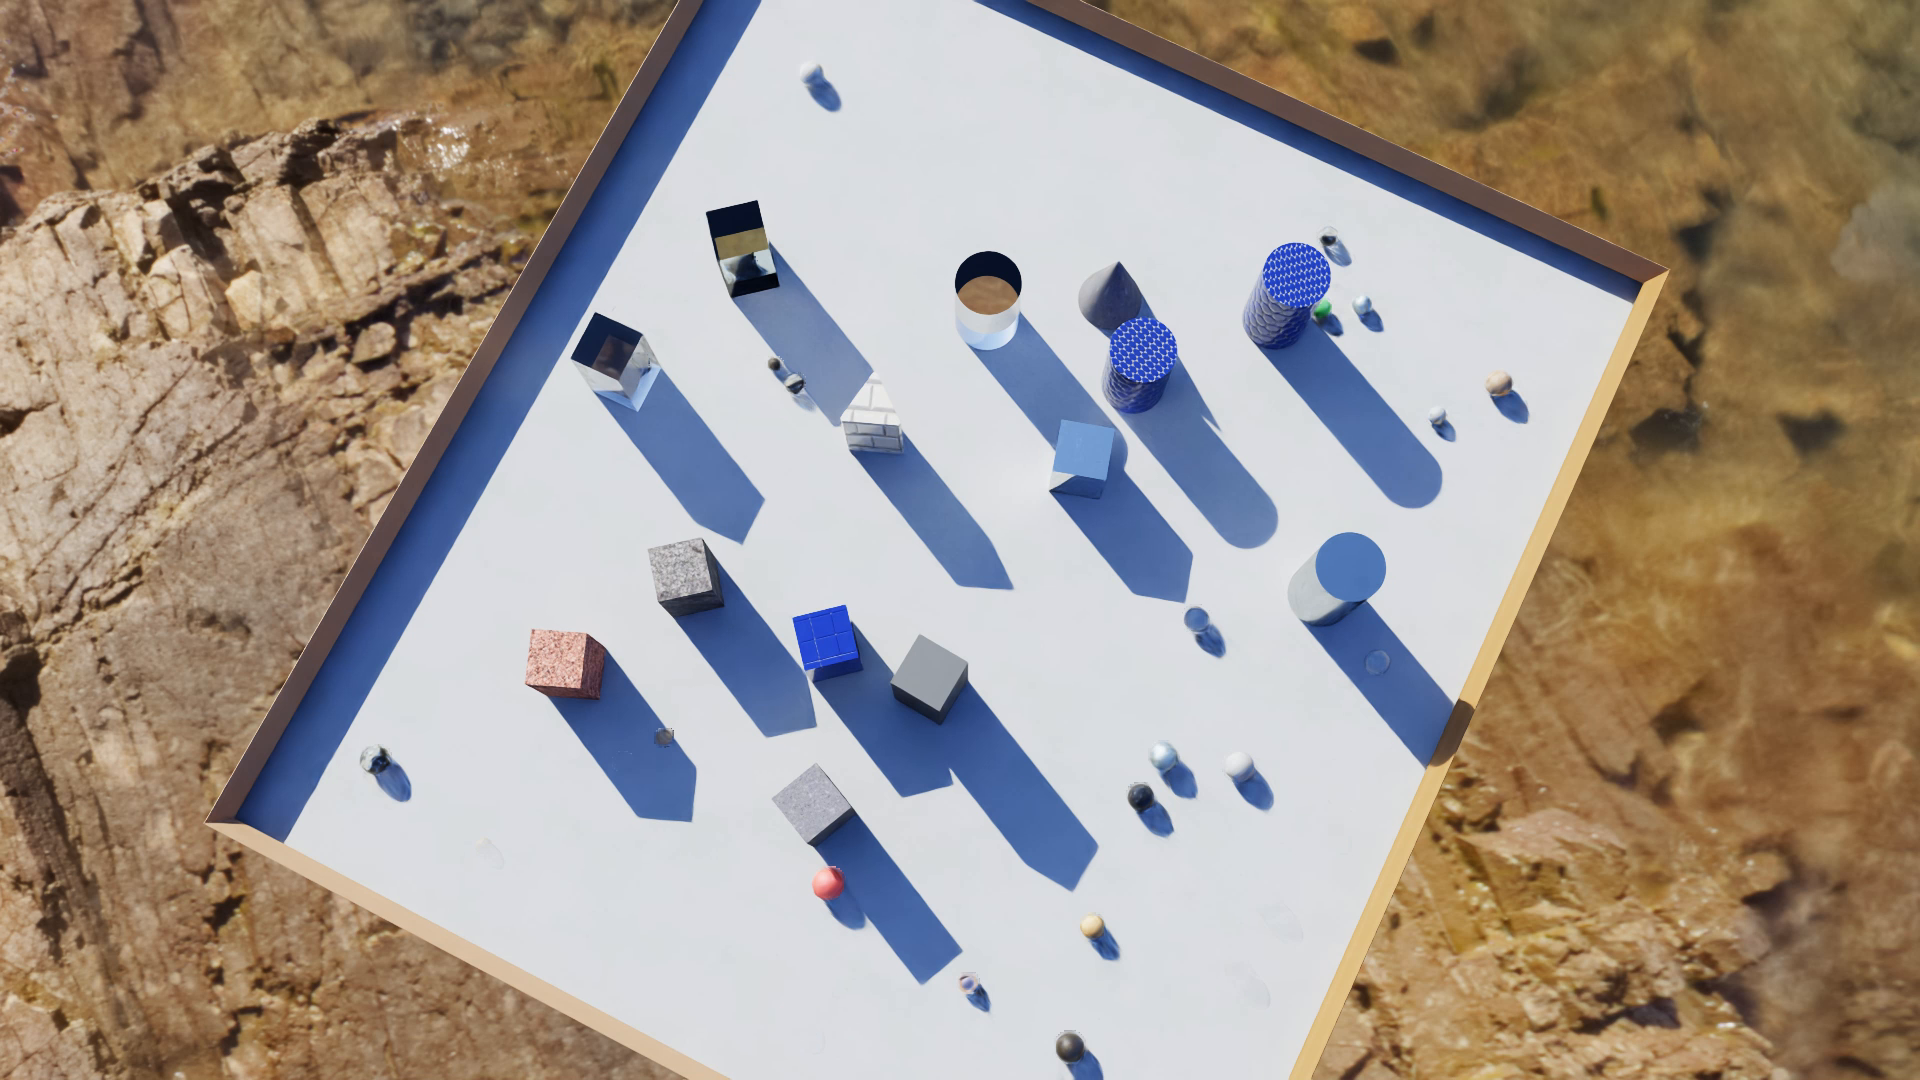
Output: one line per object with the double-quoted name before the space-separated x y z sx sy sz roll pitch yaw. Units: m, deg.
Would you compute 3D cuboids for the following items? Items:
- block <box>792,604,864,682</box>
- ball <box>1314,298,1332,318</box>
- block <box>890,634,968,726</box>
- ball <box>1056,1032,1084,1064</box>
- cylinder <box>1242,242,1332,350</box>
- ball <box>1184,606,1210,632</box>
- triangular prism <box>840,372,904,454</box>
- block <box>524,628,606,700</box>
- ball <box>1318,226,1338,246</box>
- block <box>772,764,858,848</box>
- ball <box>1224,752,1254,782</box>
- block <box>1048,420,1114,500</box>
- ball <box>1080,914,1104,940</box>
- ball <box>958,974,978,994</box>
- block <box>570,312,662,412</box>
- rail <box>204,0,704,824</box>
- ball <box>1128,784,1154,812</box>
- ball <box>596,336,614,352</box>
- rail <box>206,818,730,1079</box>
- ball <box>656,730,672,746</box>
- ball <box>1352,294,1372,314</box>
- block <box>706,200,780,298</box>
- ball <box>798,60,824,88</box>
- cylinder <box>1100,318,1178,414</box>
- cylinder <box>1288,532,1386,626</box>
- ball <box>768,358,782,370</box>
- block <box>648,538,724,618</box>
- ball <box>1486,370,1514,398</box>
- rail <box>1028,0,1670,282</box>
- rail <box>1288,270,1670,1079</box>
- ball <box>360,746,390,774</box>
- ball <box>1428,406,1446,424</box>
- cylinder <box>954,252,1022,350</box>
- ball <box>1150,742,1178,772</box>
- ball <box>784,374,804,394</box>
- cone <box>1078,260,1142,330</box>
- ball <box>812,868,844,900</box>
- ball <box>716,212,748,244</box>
"block" -0.388 0.309 5.413 0.160 0.274 0.160 -14 79 -3
"ball" 1.131 -0.726 5.736 0.061 0.061 0.061 0 78 0
"block" -0.086 0.411 5.332 0.160 0.392 0.160 30 80 6
"ball" 0.316 1.461 5.271 0.086 0.086 0.086 0 78 0
"cylinder" 0.986 -0.735 5.562 0.200 0.406 0.200 0 78 0
"ball" 0.714 0.239 5.527 0.078 0.078 0.078 0 78 0
"triangular prism" -0.255 -0.384 5.522 0.173 0.340 0.150 5 78 1
"block" -1.158 0.369 5.393 0.160 0.289 0.160 4 78 1
"ball" 1.162 -0.958 5.782 0.064 0.064 0.064 0 78 0
"block" -0.417 0.769 5.295 0.160 0.317 0.160 -39 81 -7
"ball" 0.829 0.671 5.432 0.090 0.090 0.090 0 78 0
"block" 0.365 -0.240 5.535 0.160 0.258 0.160 10 78 2
"ball" 0.387 1.129 5.347 0.070 0.070 0.070 0 78 0
"ball" 0.022 1.288 5.321 0.057 0.057 0.057 0 78 0
"block" -1.040 -0.537 5.556 0.160 0.336 0.160 25 79 5
"rail" -1.396 -0.676 5.689 0.045 0.130 3.476 26 80 5
"ball" 0.536 0.761 5.418 0.081 0.081 0.081 0 78 0
"ball" -1.106 -0.612 5.717 0.052 0.052 0.052 0 78 0
"rail" -0.767 1.509 5.237 3.168 0.130 0.045 26 80 5
"ball" -0.883 0.590 5.470 0.049 0.049 0.049 0 78 0
"ball" 1.260 -0.738 5.739 0.060 0.060 0.060 0 78 0
"block" -0.665 -0.890 5.631 0.160 0.334 0.160 -13 79 -3
"ball" -0.477 -1.497 5.885 0.082 0.082 0.082 0 78 0
"cylinder" 0.539 -0.524 5.551 0.200 0.341 0.200 0 78 0
"cylinder" 1.097 0.121 5.363 0.200 0.448 0.200 0 78 0
"ball" -0.578 -0.548 5.709 0.041 0.041 0.041 0 78 0
"block" -0.811 0.114 5.445 0.160 0.290 0.160 -12 79 -3
"ball" 1.669 -0.485 5.674 0.084 0.084 0.084 0 78 0
"rail" 0.767 -1.495 5.859 3.168 0.130 0.045 26 80 5
"rail" 1.396 0.690 5.406 0.045 0.130 3.476 26 80 5
"ball" -1.735 0.652 5.438 0.086 0.086 0.086 0 78 0
"ball" 1.475 -0.385 5.668 0.056 0.056 0.056 0 78 0
"cylinder" 0.084 -0.727 5.594 0.200 0.339 0.200 0 78 0
"ball" 0.606 0.644 5.439 0.086 0.086 0.086 0 78 0
"ball" -0.514 -0.485 5.686 0.061 0.061 0.061 0 78 0
"cone" 0.472 -0.793 5.603 0.200 0.349 0.200 0 78 0
"ball" -0.386 1.007 5.361 0.093 0.093 0.093 0 78 0
"ball" -0.719 -0.985 5.769 0.100 0.100 0.100 0 78 0
